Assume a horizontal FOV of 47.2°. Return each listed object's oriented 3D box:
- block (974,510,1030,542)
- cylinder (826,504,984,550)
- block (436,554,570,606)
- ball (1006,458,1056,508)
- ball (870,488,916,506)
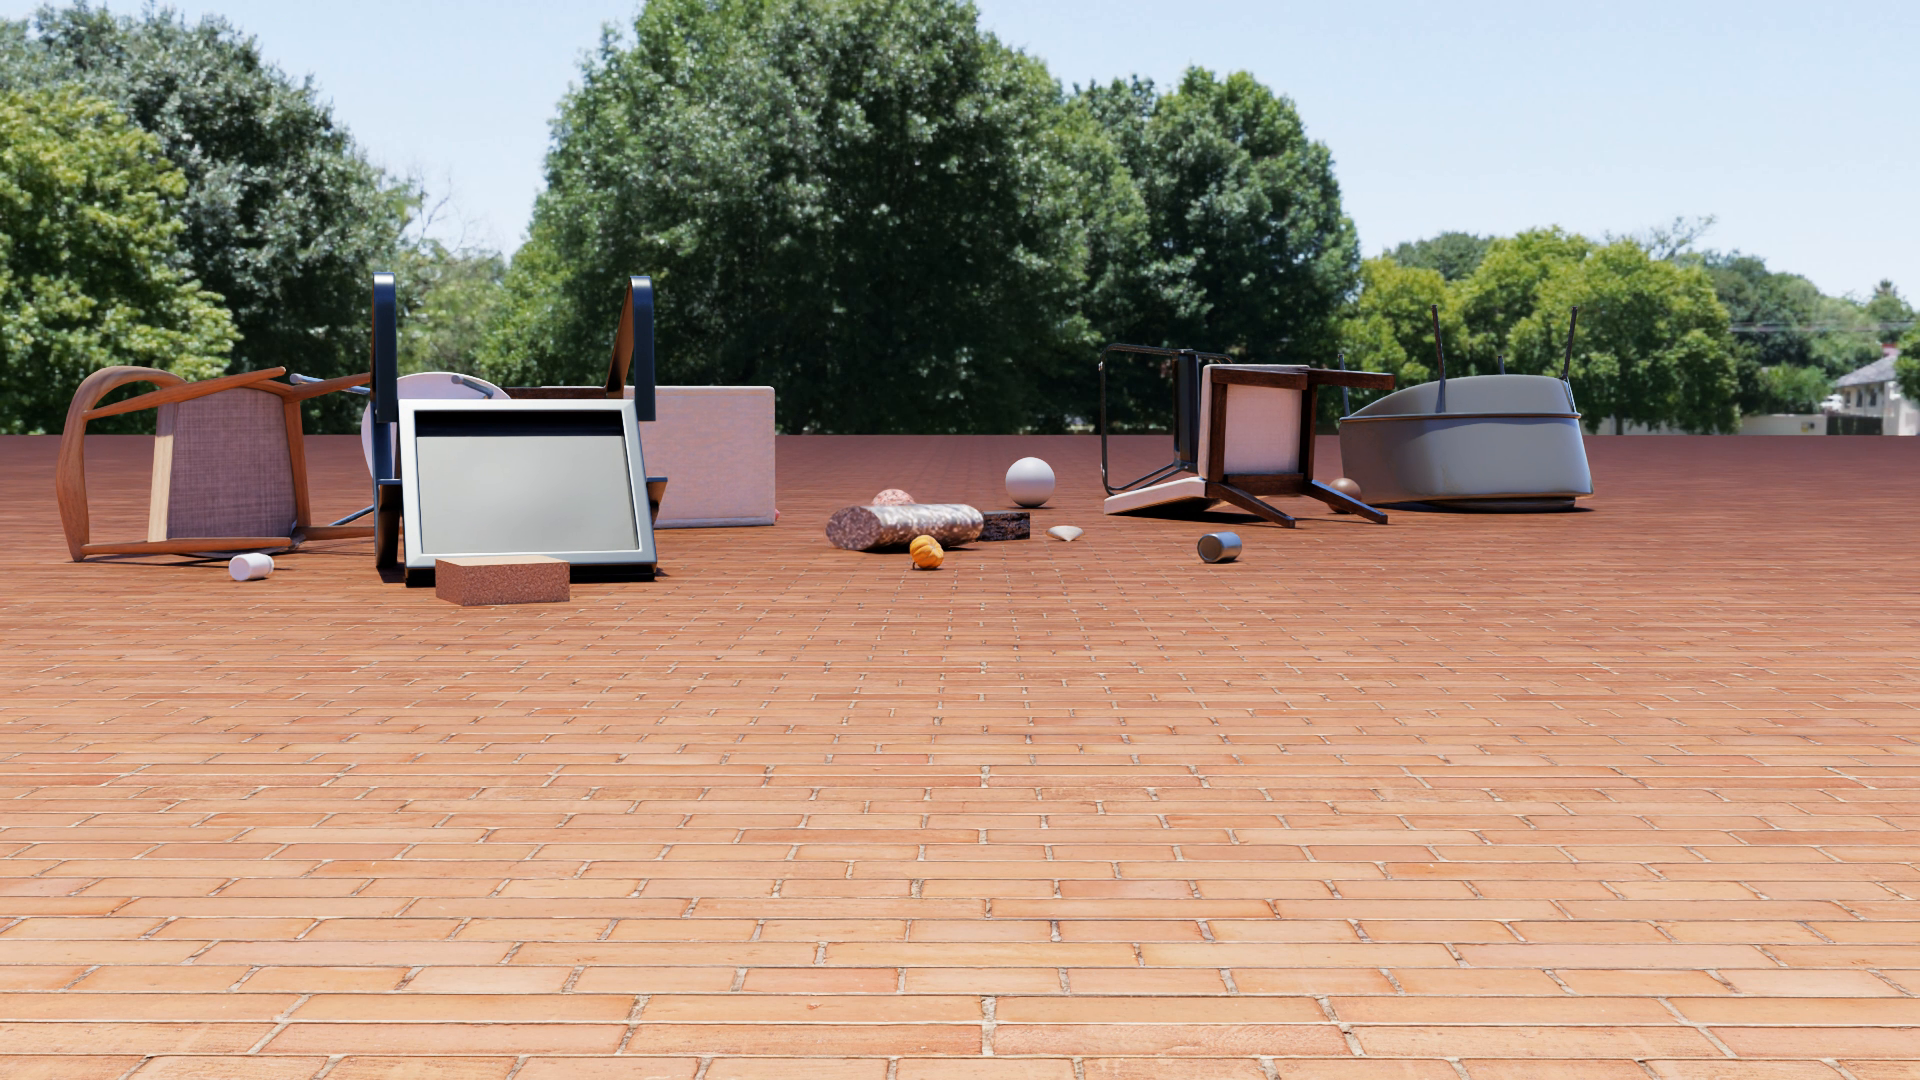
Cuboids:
[{"bbox_3d":[0.106,-0.042,6.573,0.168,0.081,0.122,-3,5,-38],"label":"block"},{"bbox_3d":[-0.158,-0.038,6.184,0.328,0.122,0.317,-2,0,-32],"label":"cylinder"},{"bbox_3d":[-0.978,0.085,4.696,0.229,0.084,0.220,-2,4,-28],"label":"block"},{"bbox_3d":[0.266,-0.217,8.315,0.191,0.191,0.191,0,4,0],"label":"ball"},{"bbox_3d":[-0.202,-0.083,6.699,0.145,0.145,0.145,0,4,0],"label":"ball"}]
